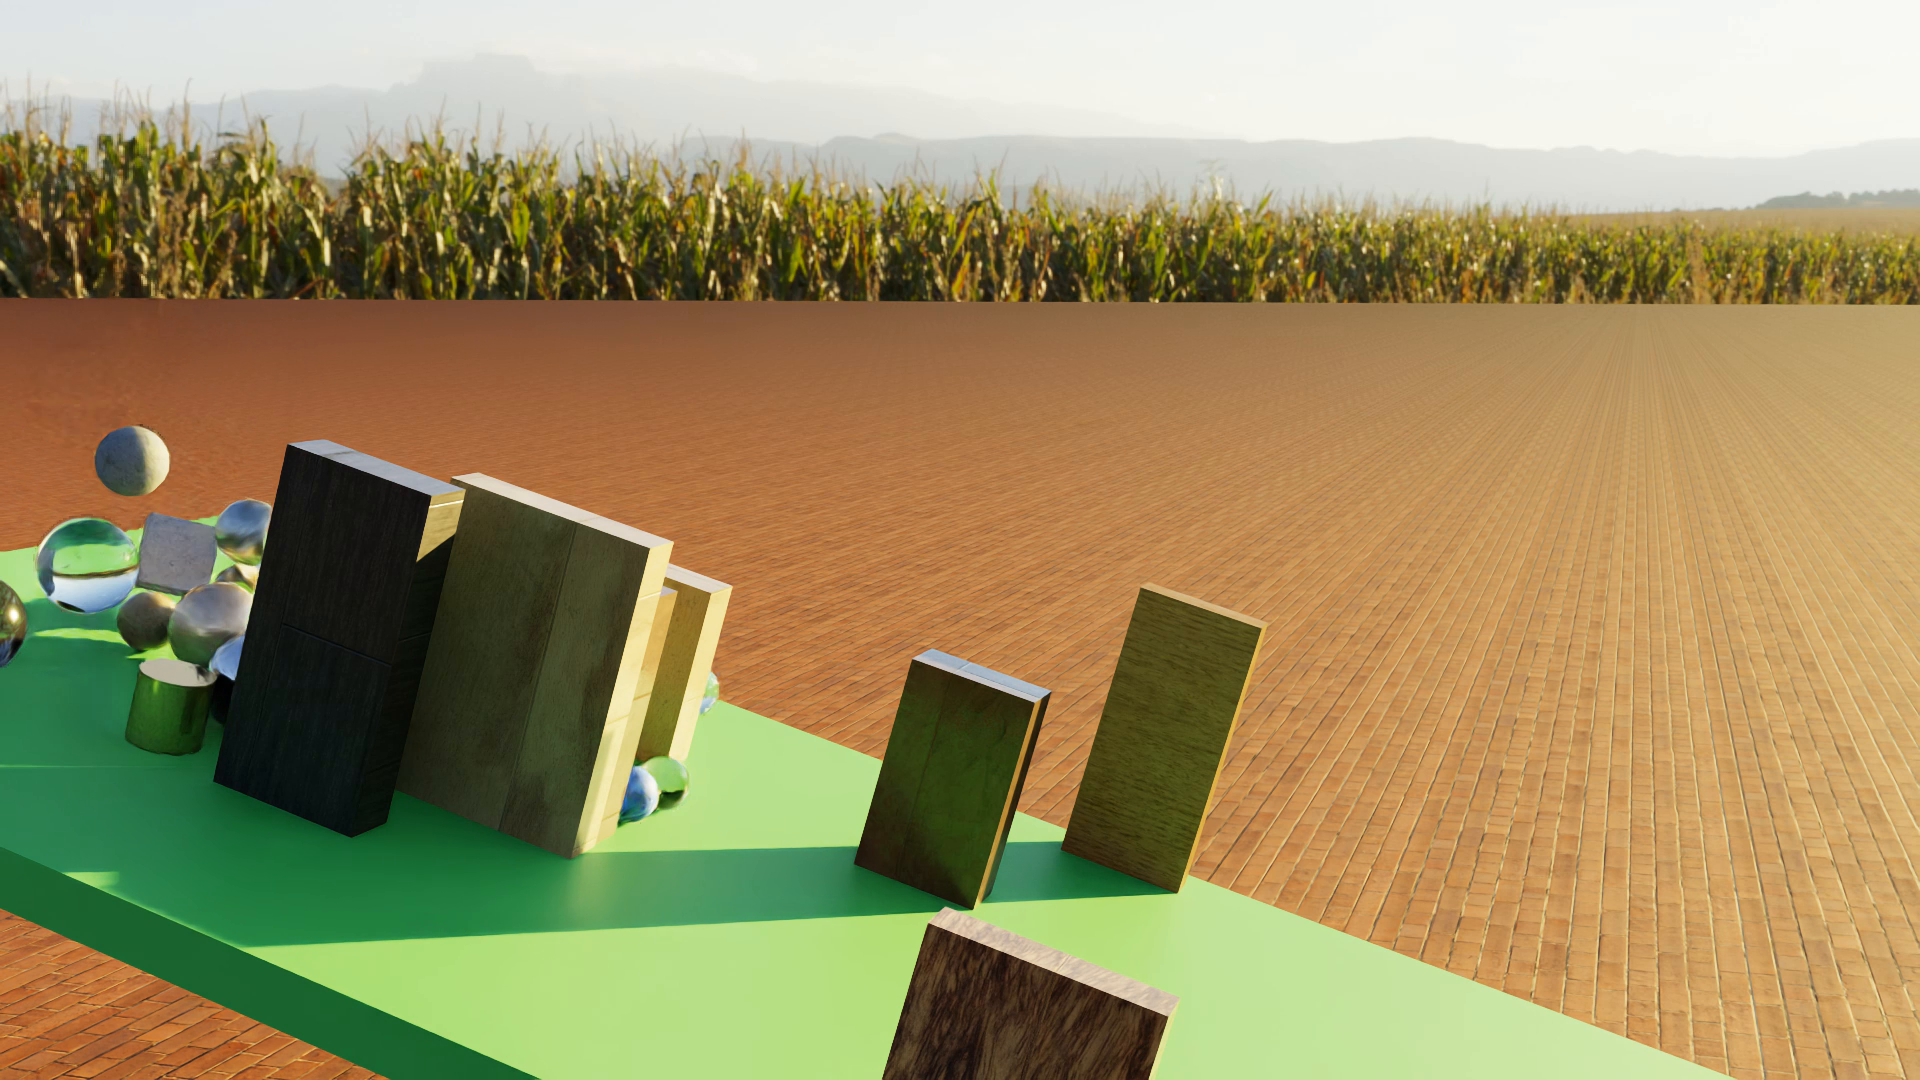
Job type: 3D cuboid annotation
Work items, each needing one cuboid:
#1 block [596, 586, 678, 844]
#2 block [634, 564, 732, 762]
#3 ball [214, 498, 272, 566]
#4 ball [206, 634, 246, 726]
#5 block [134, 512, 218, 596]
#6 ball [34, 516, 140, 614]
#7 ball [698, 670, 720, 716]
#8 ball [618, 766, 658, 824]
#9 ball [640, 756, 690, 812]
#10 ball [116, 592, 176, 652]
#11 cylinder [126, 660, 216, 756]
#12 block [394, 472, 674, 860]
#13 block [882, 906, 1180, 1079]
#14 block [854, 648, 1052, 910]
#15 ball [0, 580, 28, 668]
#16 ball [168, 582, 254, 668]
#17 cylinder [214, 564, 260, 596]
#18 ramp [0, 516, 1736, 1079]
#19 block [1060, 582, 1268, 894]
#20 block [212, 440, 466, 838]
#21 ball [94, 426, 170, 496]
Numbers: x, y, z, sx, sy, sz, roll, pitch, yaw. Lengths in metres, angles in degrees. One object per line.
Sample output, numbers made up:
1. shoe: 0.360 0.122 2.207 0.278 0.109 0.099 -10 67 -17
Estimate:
1. block: -0.753 0.295 4.234 0.290 0.505 0.092 19 12 14
2. block: -0.760 0.229 4.796 0.429 0.404 0.114 19 12 14
3. ball: -1.489 -0.016 4.612 0.140 0.140 0.140 0 7 0
4. ball: -1.357 0.279 4.250 0.204 0.204 0.204 0 7 0
5. block: -1.674 0.037 4.696 0.147 0.147 0.147 14 -12 -22
6. ball: -1.749 0.051 4.407 0.195 0.195 0.195 0 7 0
7. ball: -0.624 0.349 5.116 0.127 0.127 0.127 0 7 0
8. ball: -0.656 0.504 4.361 0.115 0.115 0.115 0 7 0
9. ball: -0.606 0.495 4.474 0.113 0.113 0.113 0 7 0
10. ball: -1.674 0.168 4.541 0.124 0.124 0.124 0 7 0
11. cylinder: -1.473 0.311 4.104 0.138 0.138 0.138 15 11 -3
12. block: -0.822 0.234 4.146 0.420 0.617 0.101 19 12 14
13. block: 0.081 0.798 3.214 0.371 0.408 0.085 19 12 14
14. block: -0.016 0.484 4.478 0.266 0.451 0.129 19 12 14
15. ball: -1.866 0.158 4.146 0.198 0.198 0.198 0 7 0
16. ball: -1.519 0.184 4.503 0.195 0.195 0.195 0 7 0
17. cylinder: -1.564 0.113 4.899 0.149 0.149 0.149 1 8 5
18. ramp: -0.373 0.724 4.237 4.000 0.100 2.000 19 12 14
19. block: 0.451 0.439 4.884 0.280 0.629 0.084 19 12 14
20. block: -1.119 0.175 3.954 0.297 0.645 0.115 19 12 14
21. ball: -1.755 -0.167 4.663 0.150 0.150 0.150 0 7 0
